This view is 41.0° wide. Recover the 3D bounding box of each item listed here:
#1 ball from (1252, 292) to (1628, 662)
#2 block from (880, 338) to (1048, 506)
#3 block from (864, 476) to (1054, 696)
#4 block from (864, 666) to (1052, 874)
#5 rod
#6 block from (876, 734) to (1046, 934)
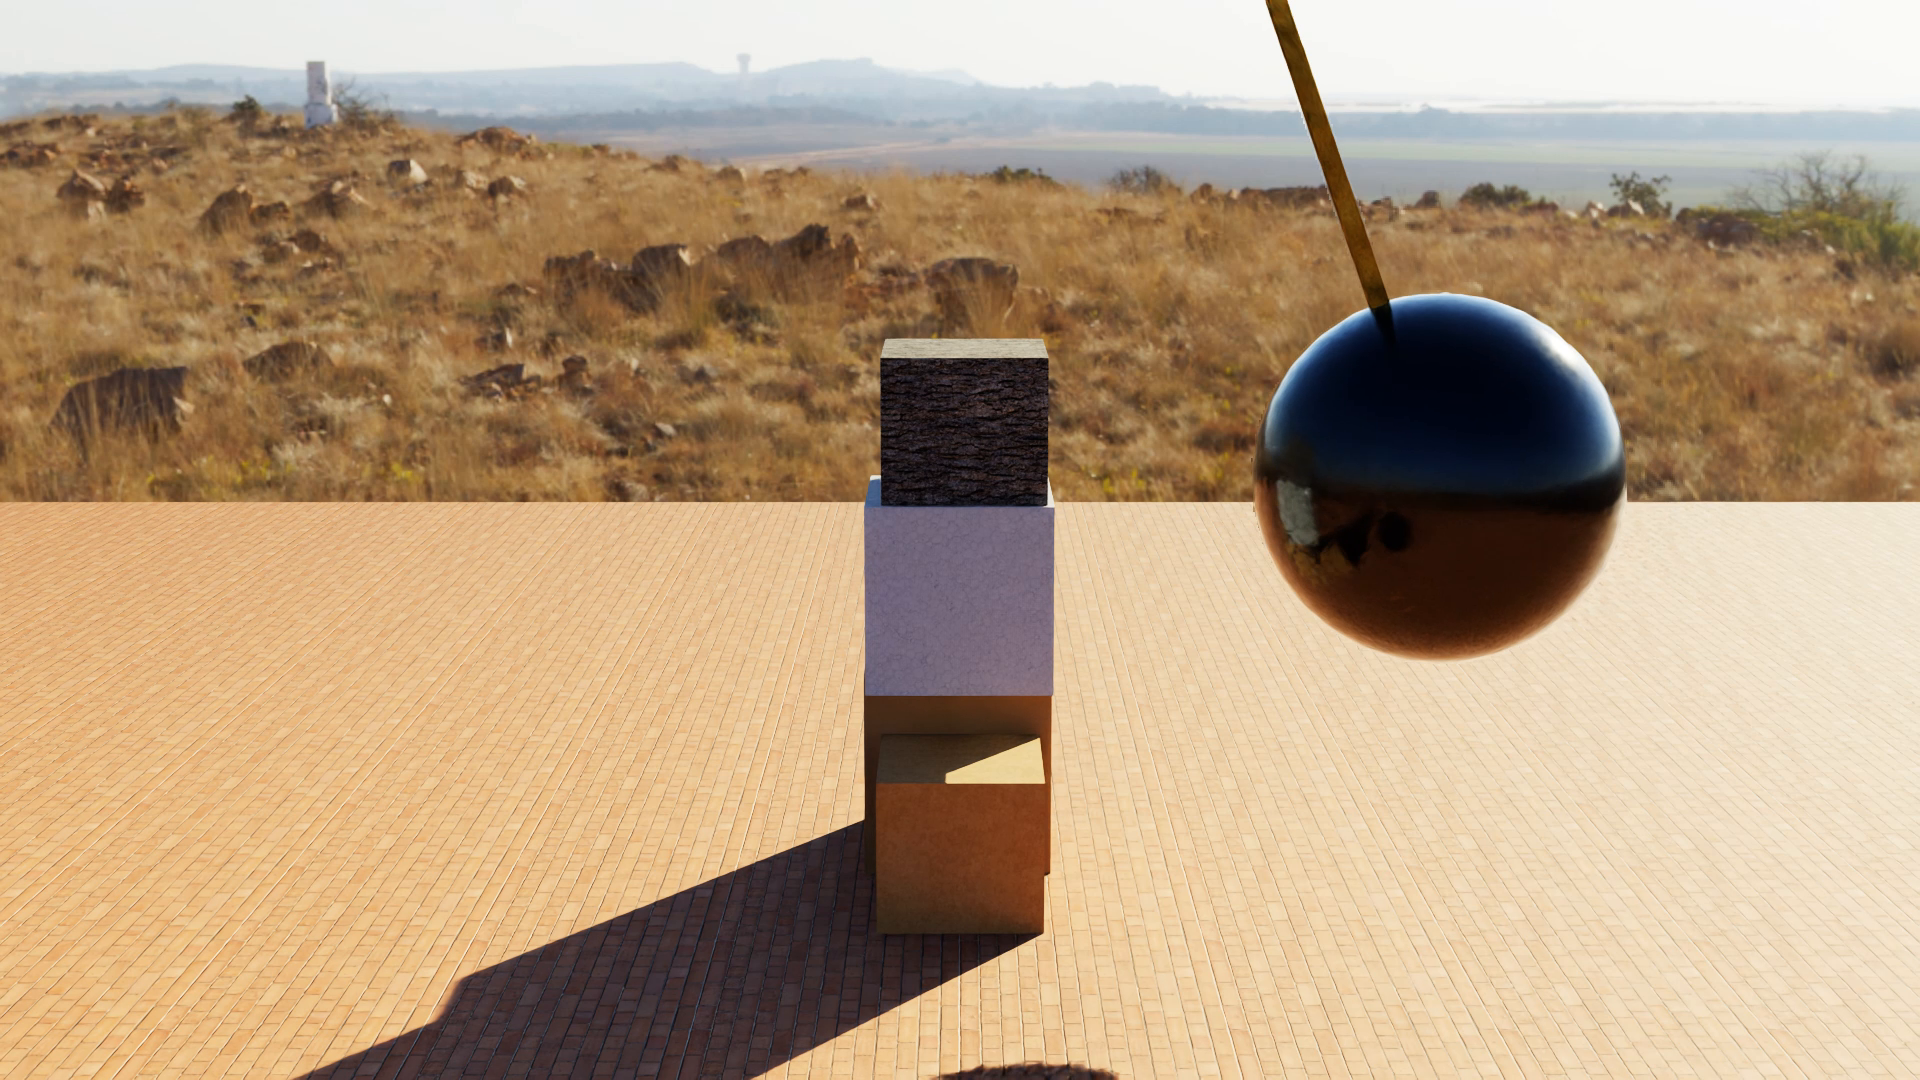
[{"bbox_3d":[2.074,-0.269,11.131,1.600,1.600,1.600,0,10,0],"label":"ball"},{"bbox_3d":[0.019,-0.520,11.086,0.699,0.621,0.778,0,10,0],"label":"block"},{"bbox_3d":[-0.003,0.184,11.214,0.797,0.810,0.856,0,10,0],"label":"block"},{"bbox_3d":[-0.010,0.957,11.765,0.826,0.908,0.890,0,10,0],"label":"block"},{"bbox_3d":[0.899,-3.408,10.561,0.080,5.200,0.080,-20,10,4],"label":"rod"},{"bbox_3d":[0.002,1.240,10.948,0.692,0.642,0.799,0,10,0],"label":"block"}]
